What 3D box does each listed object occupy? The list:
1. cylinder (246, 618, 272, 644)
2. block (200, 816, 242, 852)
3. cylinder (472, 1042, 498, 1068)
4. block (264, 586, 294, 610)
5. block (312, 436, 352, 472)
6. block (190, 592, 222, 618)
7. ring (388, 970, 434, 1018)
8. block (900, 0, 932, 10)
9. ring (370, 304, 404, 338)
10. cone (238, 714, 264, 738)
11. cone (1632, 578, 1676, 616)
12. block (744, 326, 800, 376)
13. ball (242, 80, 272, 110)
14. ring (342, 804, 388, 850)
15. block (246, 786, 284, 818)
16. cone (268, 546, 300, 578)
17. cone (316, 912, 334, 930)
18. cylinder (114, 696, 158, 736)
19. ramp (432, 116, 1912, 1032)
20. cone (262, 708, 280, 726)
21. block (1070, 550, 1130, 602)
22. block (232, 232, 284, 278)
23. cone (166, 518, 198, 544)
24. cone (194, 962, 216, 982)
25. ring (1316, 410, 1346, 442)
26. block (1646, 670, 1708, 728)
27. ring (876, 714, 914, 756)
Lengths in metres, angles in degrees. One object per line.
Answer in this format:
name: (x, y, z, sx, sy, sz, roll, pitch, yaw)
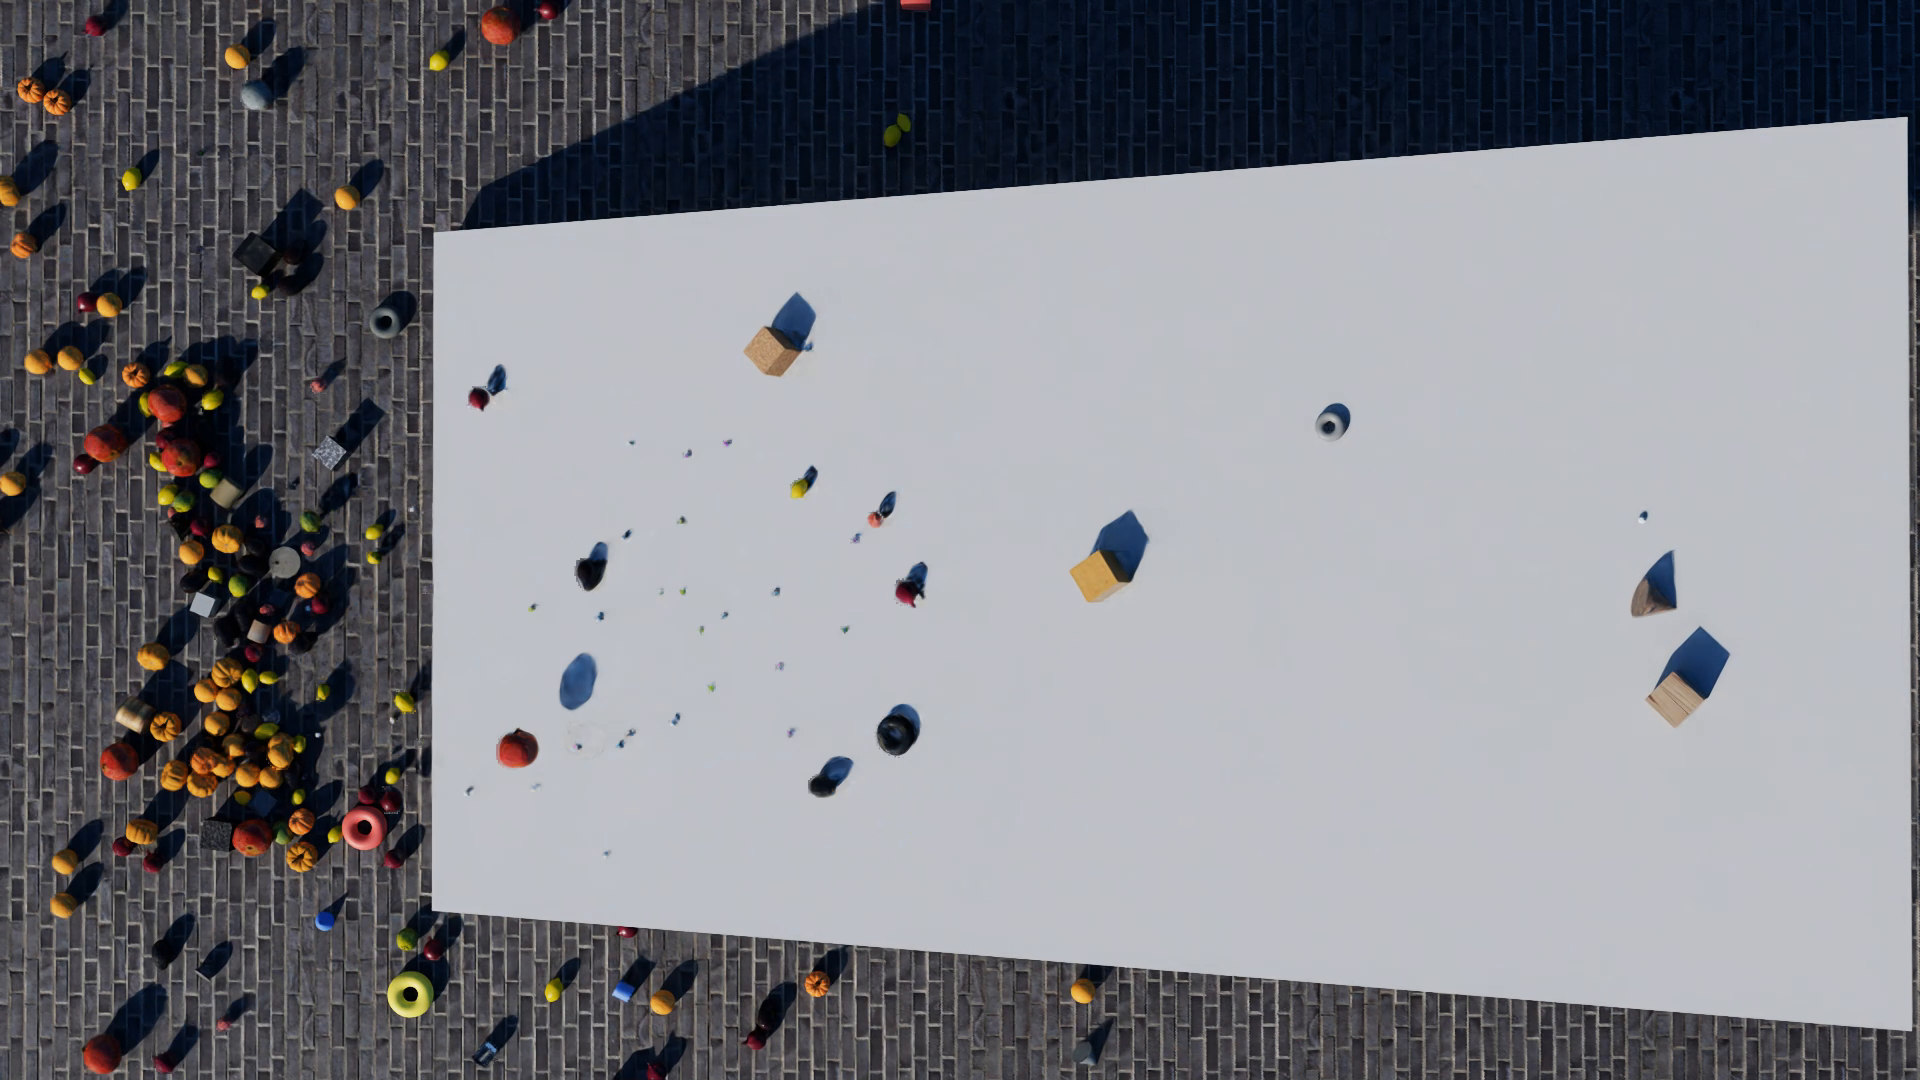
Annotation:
cylinder: (-2.084, 0.272, 6.546, 0.058, 0.058, 0.058, 22, 89, 0)
block: (-2.193, 0.873, 6.525, 0.085, 0.085, 0.085, 8, 89, 0)
cylinder: (-1.411, 1.529, 6.534, 0.054, 0.054, 0.054, 39, 90, 0)
block: (-2.029, 0.171, 6.549, 0.053, 0.053, 0.053, 26, 89, 0)
block: (-1.867, -0.257, 6.544, 0.073, 0.073, 0.073, 39, 89, 0)
block: (-2.245, 0.192, 6.546, 0.059, 0.059, 0.059, 22, 89, 0)
ring: (-1.633, 1.351, 6.540, 0.137, 0.046, 0.137, 0, 88, 0)
block: (-0.129, -1.634, 6.553, 0.088, 0.088, 0.088, 3, 89, 0)
ring: (-1.713, -0.653, 6.569, 0.104, 0.035, 0.104, 0, 90, 1)
cone: (-2.119, 0.554, 6.534, 0.074, 0.074, 0.074, 0, 89, 0)
cone: (1.592, 0.144, 5.011, 0.091, 0.091, 0.091, 16, 89, -3)
block: (-0.509, -0.510, 5.960, 0.092, 0.092, 0.092, 47, 107, 18)
ball: (-2.093, -1.323, 6.549, 0.088, 0.088, 0.088, 0, 89, 0)
ring: (-1.772, 0.856, 6.546, 0.135, 0.045, 0.135, 0, 91, 1)
block: (-2.065, 0.778, 6.536, 0.067, 0.067, 0.067, 36, 89, 0)
cone: (-2.020, 0.067, 6.530, 0.095, 0.095, 0.095, 0, 89, 0)
cone: (-1.896, 1.138, 6.536, 0.057, 0.057, 0.057, 0, 89, 0)
cylinder: (-2.444, 0.521, 6.529, 0.087, 0.087, 0.087, 29, 89, 0)
ramp: (0.282, 0.082, 5.694, 4.000, 0.100, 2.000, 0, 89, 25)
cone: (-2.058, 0.527, 6.545, 0.054, 0.054, 0.054, 0, 89, 0)
block: (0.354, 0.092, 5.553, 0.095, 0.095, 0.095, -35, 76, 20)
block: (-2.087, -0.847, 6.542, 0.091, 0.091, 0.091, 39, 89, 0)
cone: (-2.311, -0.043, 6.561, 0.080, 0.080, 0.080, -35, 89, -27)
cone: (-2.238, 1.274, 6.550, 0.059, 0.059, 0.059, 42, 56, 0)
ring: (0.900, -0.277, 5.344, 0.077, 0.026, 0.077, -1, 88, 25)
block: (1.619, 0.359, 4.969, 0.090, 0.090, 0.090, 46, 107, 18)
ring: (-0.171, 0.517, 5.823, 0.109, 0.036, 0.109, 0, 90, 24)
